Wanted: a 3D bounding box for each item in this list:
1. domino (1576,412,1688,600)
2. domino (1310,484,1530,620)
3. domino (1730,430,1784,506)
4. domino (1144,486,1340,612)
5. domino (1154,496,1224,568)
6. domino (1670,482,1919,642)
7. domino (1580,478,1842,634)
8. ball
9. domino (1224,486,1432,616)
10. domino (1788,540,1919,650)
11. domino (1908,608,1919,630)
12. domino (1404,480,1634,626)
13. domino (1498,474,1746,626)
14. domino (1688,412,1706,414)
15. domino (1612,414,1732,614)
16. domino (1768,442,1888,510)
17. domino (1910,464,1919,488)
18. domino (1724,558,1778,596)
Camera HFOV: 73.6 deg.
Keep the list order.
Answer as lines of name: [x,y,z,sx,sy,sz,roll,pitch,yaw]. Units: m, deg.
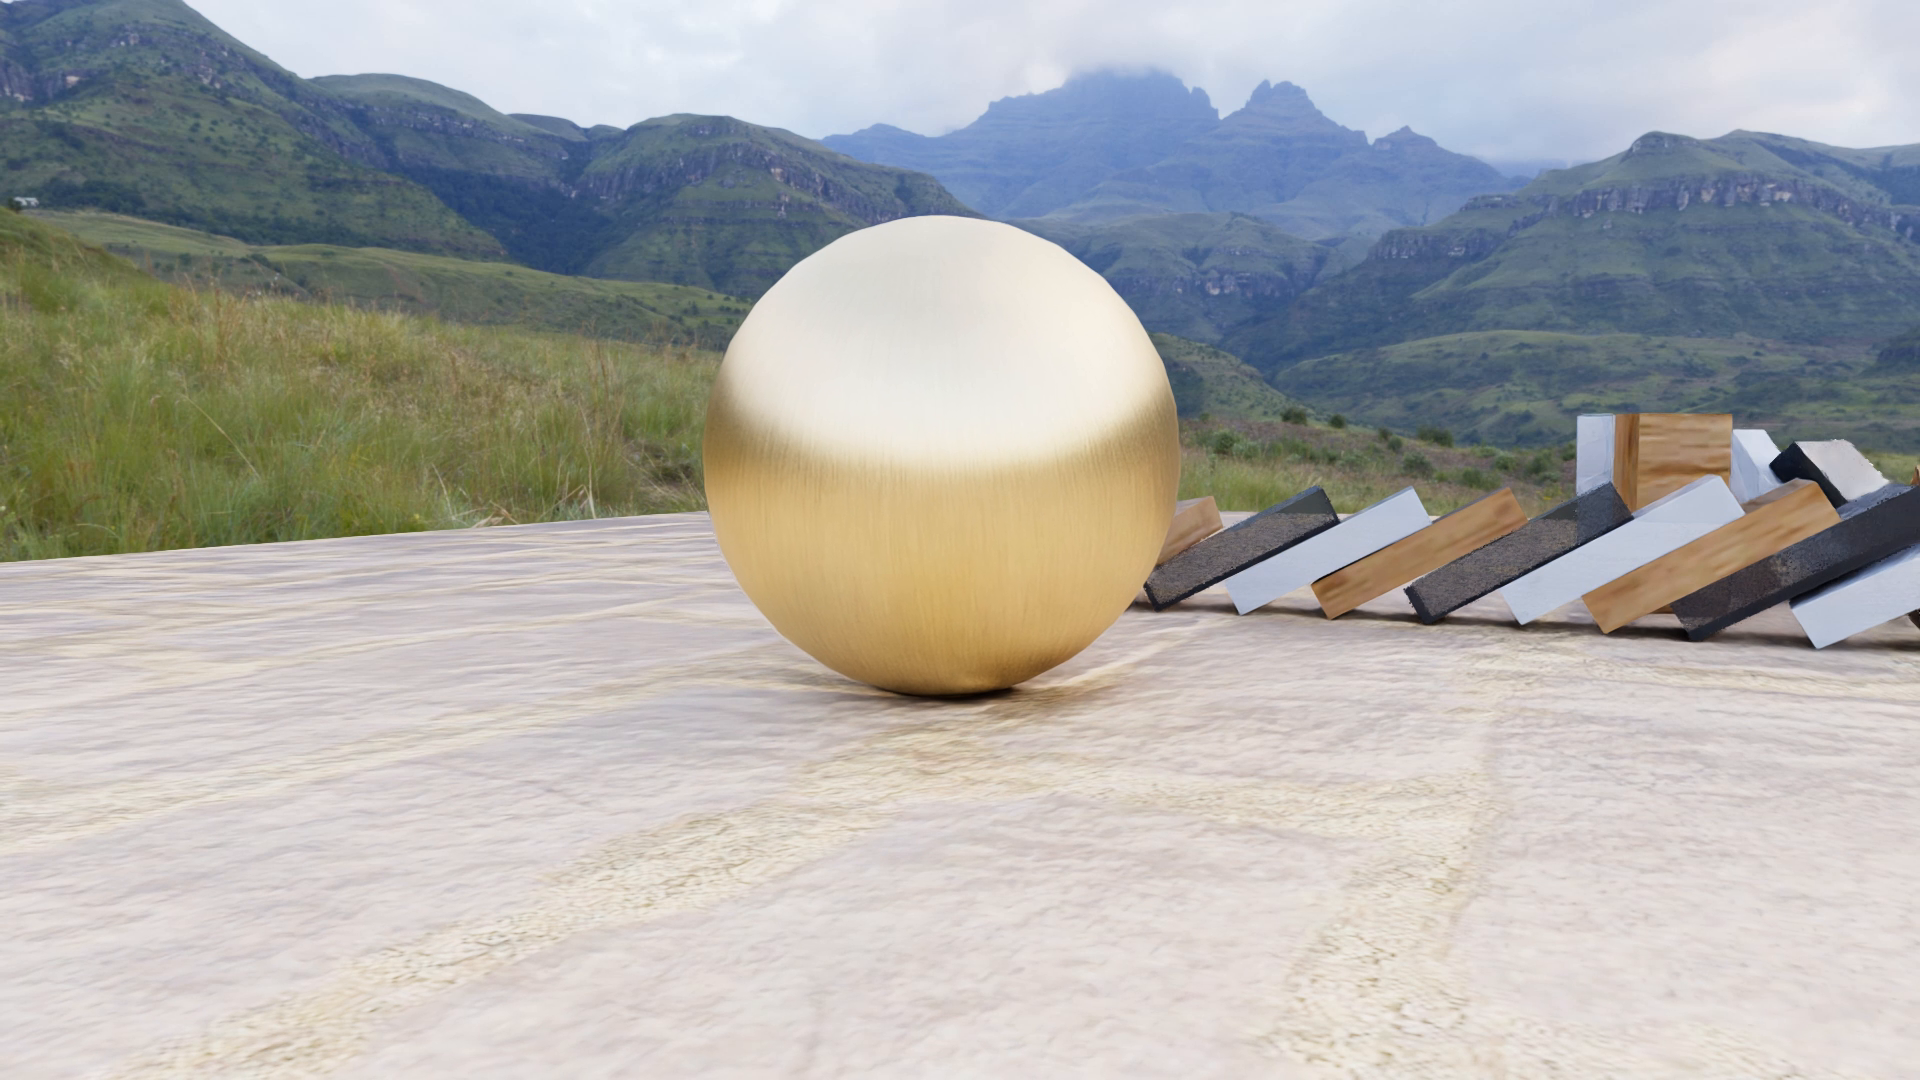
domino: [0.180,-0.009,0.344,0.025,0.050,0.010,3,11,36]
domino: [0.112,0.003,0.313,0.050,0.009,0.025,-30,-7,22]
domino: [0.230,-0.007,0.357,0.025,0.050,0.009,-4,-29,-40]
domino: [0.072,0.002,0.331,0.050,0.009,0.025,-27,-1,12]
domino: [0.046,0.002,0.348,0.050,0.009,0.025,-26,10,-37]
domino: [0.180,0.005,0.277,0.050,0.009,0.025,-32,-10,24]
domino: [0.164,0.003,0.284,0.050,0.009,0.025,-33,-10,24]
ball: [-0.003,-0.014,0.217,0.080,0.080,0.080,0,4,0]
domino: [0.092,0.002,0.322,0.050,0.009,0.025,-28,-5,18]
domino: [0.199,0.004,0.264,0.050,0.010,0.025,-33,-6,31]
domino: [0.222,0.010,0.257,0.050,0.009,0.025,-15,8,24]
domino: [0.131,0.003,0.302,0.050,0.009,0.025,-33,-10,24]
domino: [0.149,0.002,0.292,0.050,0.010,0.025,-33,-10,24]
domino: [0.194,-0.010,0.355,0.010,0.050,0.025,-16,11,-25]
domino: [0.179,-0.007,0.325,0.025,0.050,0.009,-1,4,-7]
domino: [0.244,-0.005,0.343,0.025,0.050,0.010,-1,-39,-25]
domino: [0.260,0.000,0.325,0.025,0.009,0.050,7,39,24]
domino: [0.212,-0.010,0.364,0.009,0.050,0.025,-26,-6,18]
